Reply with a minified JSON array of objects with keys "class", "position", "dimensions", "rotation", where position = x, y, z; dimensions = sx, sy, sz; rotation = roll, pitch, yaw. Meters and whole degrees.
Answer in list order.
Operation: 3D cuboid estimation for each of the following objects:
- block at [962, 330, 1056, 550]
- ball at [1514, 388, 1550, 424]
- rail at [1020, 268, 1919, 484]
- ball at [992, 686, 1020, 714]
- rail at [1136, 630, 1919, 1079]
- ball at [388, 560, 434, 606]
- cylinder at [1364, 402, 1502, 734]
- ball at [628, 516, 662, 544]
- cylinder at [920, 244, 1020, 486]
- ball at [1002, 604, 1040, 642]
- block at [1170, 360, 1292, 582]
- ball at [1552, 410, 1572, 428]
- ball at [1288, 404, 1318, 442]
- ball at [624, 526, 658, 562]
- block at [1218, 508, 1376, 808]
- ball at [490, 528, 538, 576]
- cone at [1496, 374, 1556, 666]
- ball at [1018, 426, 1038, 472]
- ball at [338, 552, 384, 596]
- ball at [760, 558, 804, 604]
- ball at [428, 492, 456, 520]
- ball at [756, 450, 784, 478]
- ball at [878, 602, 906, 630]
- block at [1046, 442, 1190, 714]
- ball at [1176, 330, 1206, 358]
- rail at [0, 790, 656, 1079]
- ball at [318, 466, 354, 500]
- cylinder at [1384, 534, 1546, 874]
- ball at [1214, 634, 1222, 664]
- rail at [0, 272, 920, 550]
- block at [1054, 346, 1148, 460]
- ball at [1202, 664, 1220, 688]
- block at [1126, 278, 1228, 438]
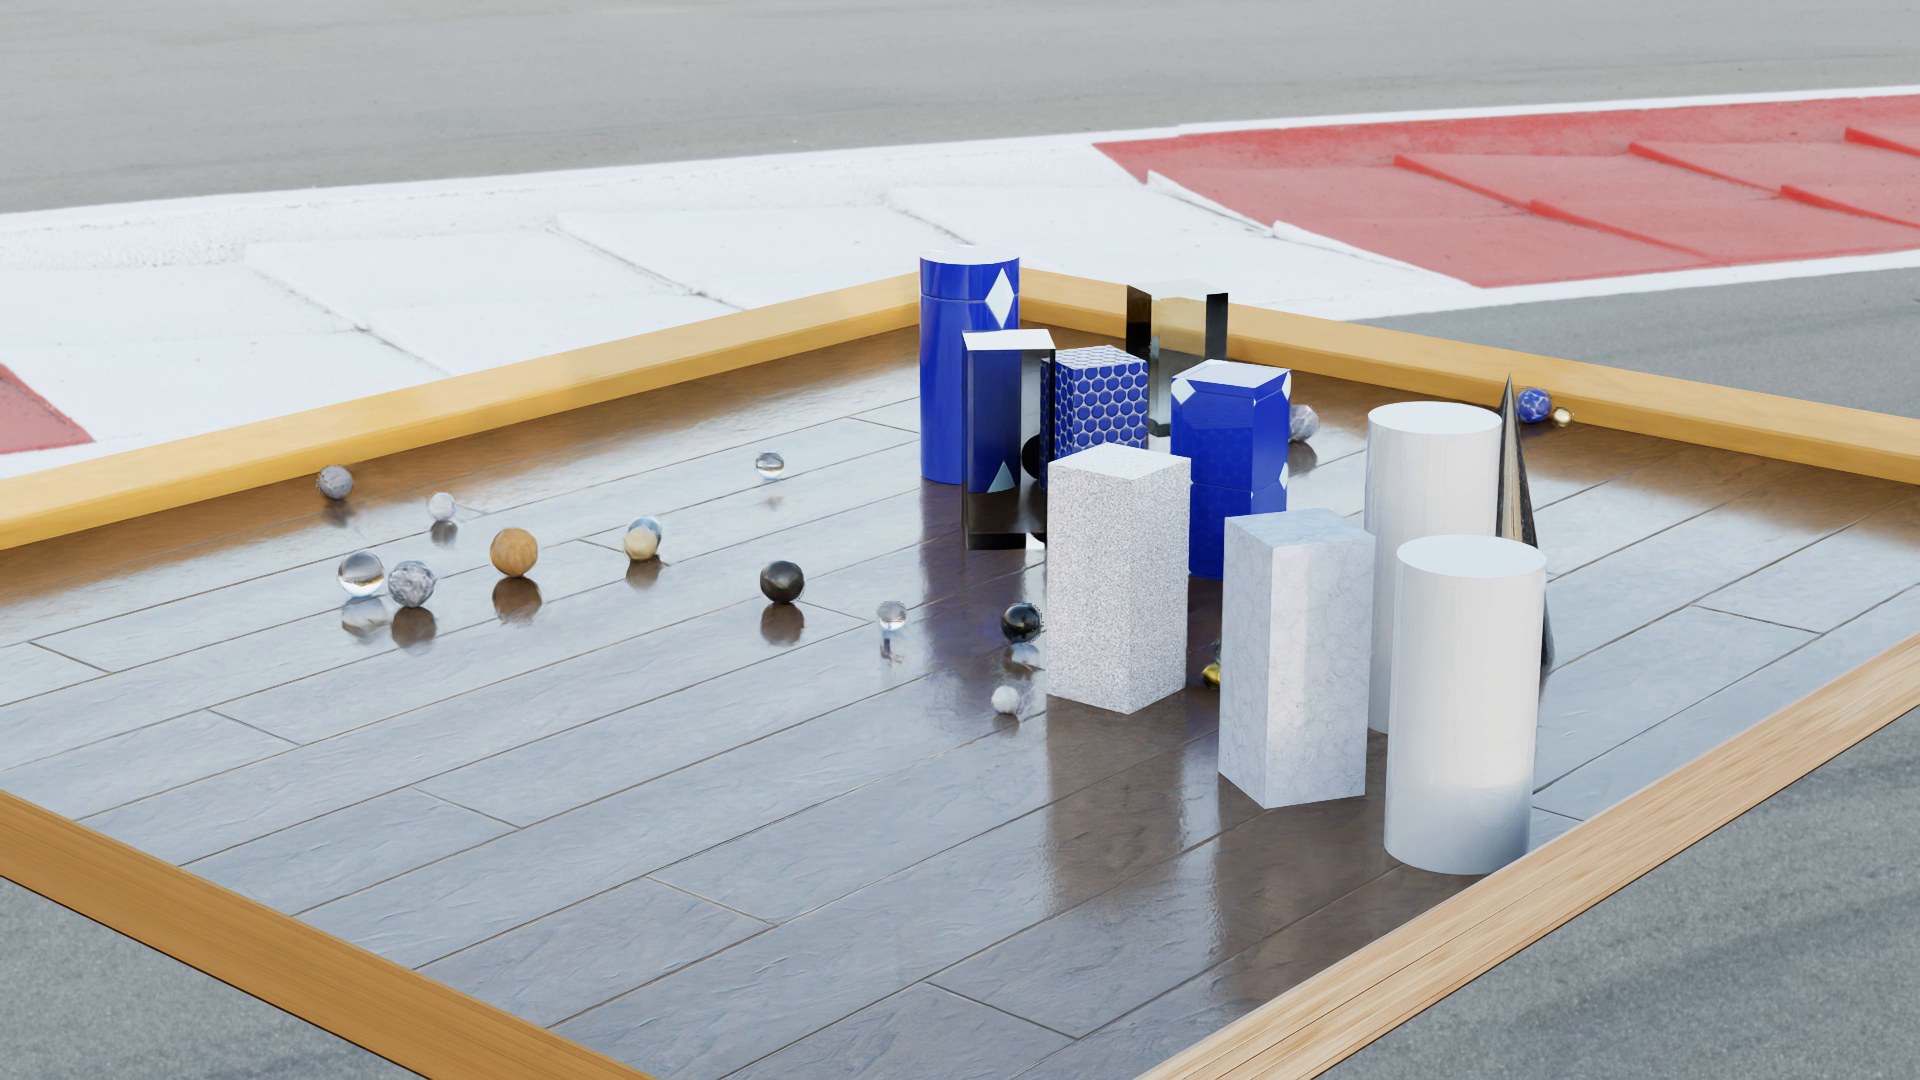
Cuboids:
[{"class":"block","position":[0.088,-0.186,5.418],"dimensions":[0.159,0.377,0.159],"rotation":[-1,17,-4]},{"class":"ball","position":[1.225,-0.287,6.277],"dimensions":[0.076,0.076,0.076],"rotation":[0,17,0]},{"class":"rail","position":[1.155,-0.351,6.394],"dimensions":[3.016,0.129,0.045],"rotation":[14,22,39]},{"class":"ball","position":[0.072,0.248,4.556],"dimensions":[0.043,0.043,0.043],"rotation":[0,17,0]},{"class":"rail","position":[1.121,0.313,4.188],"dimensions":[0.045,0.129,3.571],"rotation":[14,22,39]},{"class":"ball","position":[-0.948,0.075,5.066],"dimensions":[0.081,0.081,0.081],"rotation":[0,17,0]},{"class":"cylinder","position":[0.714,0.045,4.477],"dimensions":[0.199,0.478,0.199],"rotation":[0,17,0]},{"class":"ball","position":[-0.578,-0.013,5.385],"dimensions":[0.065,0.065,0.065],"rotation":[0,17,0]},{"class":"cylinder","position":[0.019,-0.349,5.842],"dimensions":[0.199,0.446,0.199],"rotation":[0,17,0]},{"class":"ball","position":[0.102,0.139,4.881],"dimensions":[0.065,0.065,0.065],"rotation":[0,17,0]},{"class":"block","position":[0.481,-0.123,5.240],"dimensions":[0.159,0.359,0.159],"rotation":[9,19,28]},{"class":"ball","position":[1.281,-0.259,6.242],"dimensions":[0.041,0.041,0.041],"rotation":[0,17,0]},{"class":"ball","position":[0.709,-0.245,6.130],"dimensions":[0.080,0.080,0.080],"rotation":[0,17,0]},{"class":"ball","position":[-0.579,0.007,5.322],"dimensions":[0.063,0.063,0.063],"rotation":[0,17,0]},{"class":"block","position":[0.482,0.168,4.223],"dimensions":[0.159,0.389,0.159],"rotation":[-6,18,-19]},{"class":"ball","position":[-0.796,0.021,5.234],"dimensions":[0.087,0.087,0.087],"rotation":[0,17,0]},{"class":"cone","position":[0.883,-0.044,4.778],"dimensions":[0.199,0.474,0.199],"rotation":[0,17,0]},{"class":"ball","position":[0.166,-0.181,5.892],"dimensions":[0.095,0.095,0.095],"rotation":[0,17,0]},{"class":"ball","position":[-1.046,0.059,5.121],"dimensions":[0.079,0.079,0.079],"rotation":[0,17,0]},{"class":"ball","position":[-0.309,0.071,5.085],"dimensions":[0.078,0.078,0.078],"rotation":[0,17,0]},{"class":"ball","position":[-0.984,-0.064,5.572],"dimensions":[0.054,0.054,0.054],"rotation":[0,17,0]},{"class":"ball","position":[-0.379,-0.151,5.855],"dimensions":[0.058,0.058,0.058],"rotation":[0,17,0]},{"class":"ball","position":[-0.115,0.129,4.944],"dimensions":[0.048,0.048,0.048],"rotation":[0,17,0]},{"class":"block","position":[0.248,0.058,4.607],"dimensions":[0.159,0.378,0.159],"rotation":[13,21,36]},{"class":"ball","position":[0.541,-0.458,6.859],"dimensions":[0.067,0.067,0.067],"rotation":[0,17,0]},{"class":"rail","position":[-1.155,0.416,3.846],"dimensions":[3.016,0.129,0.045],"rotation":[14,22,39]},{"class":"ball","position":[-1.216,-0.112,5.713],"dimensions":[0.066,0.066,0.066],"rotation":[0,17,0]},{"class":"cylinder","position":[0.685,0.222,3.990],"dimensions":[0.199,0.420,0.199],"rotation":[0,17,0]},{"class":"ball","position":[0.448,0.179,4.723],"dimensions":[0.079,0.079,0.079],"rotation":[0,17,0]},{"class":"rail","position":[-1.121,-0.248,6.052],"dimensions":[0.045,0.129,3.571],"rotation":[14,22,39]},{"class":"block","position":[0.259,-0.233,5.775],"dimensions":[0.159,0.261,0.159],"rotation":[-8,18,-24]},{"class":"ball","position":[0.405,0.217,4.666],"dimensions":[0.040,0.040,0.040],"rotation":[0,17,0]},{"class":"block","position":[0.458,-0.388,6.225],"dimensions":[0.159,0.299,0.159],"rotation":[-7,18,-22]}]
